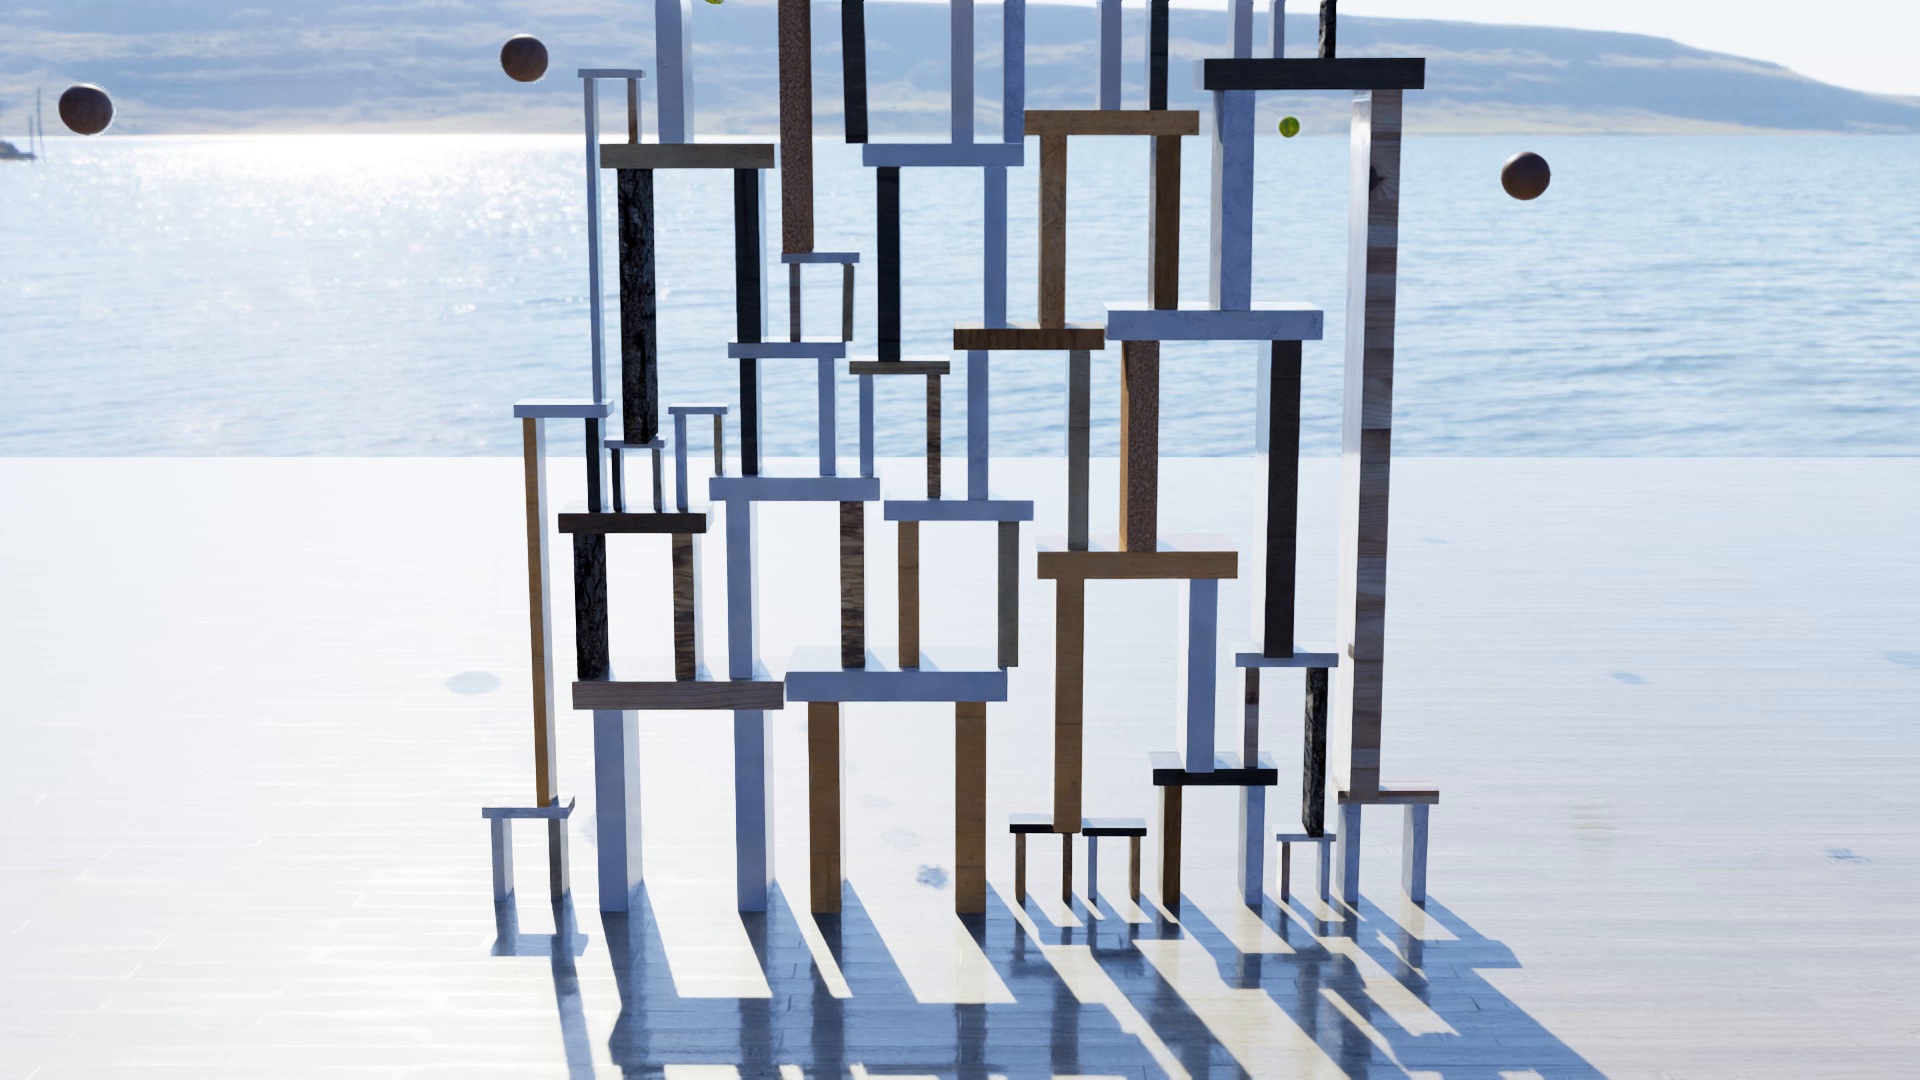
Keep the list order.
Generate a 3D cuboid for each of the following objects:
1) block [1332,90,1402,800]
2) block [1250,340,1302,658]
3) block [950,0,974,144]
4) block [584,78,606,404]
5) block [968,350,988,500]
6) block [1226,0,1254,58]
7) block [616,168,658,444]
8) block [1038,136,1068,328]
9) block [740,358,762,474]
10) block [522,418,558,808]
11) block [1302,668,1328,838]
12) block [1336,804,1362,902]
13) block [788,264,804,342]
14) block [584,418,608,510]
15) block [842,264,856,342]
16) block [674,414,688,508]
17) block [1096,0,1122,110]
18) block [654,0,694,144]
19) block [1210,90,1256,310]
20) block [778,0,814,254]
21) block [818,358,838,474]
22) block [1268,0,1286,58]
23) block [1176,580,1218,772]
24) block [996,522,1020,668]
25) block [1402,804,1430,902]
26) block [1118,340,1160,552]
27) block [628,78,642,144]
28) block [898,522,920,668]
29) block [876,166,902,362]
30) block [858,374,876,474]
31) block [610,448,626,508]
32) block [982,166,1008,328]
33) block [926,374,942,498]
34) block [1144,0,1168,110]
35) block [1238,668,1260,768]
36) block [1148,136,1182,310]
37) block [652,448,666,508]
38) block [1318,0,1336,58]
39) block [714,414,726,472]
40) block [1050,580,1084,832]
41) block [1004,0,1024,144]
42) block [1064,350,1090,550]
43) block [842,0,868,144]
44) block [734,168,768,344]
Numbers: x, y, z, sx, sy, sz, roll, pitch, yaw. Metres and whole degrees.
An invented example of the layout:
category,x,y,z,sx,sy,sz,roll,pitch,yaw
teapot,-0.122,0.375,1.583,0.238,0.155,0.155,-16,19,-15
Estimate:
category,x,y,z,sx,sy,sz,roll,pitch,yaw
block,0.650,-0.148,3.526,0.047,1.123,0.167,0,11,0
block,0.509,-0.076,3.549,0.047,0.507,0.167,0,11,0
block,0.002,-0.741,3.418,0.035,0.244,0.122,0,11,-1
block,-0.576,-0.471,3.475,0.014,0.506,0.050,0,11,0
block,0.028,-0.191,3.521,0.034,0.238,0.119,0,11,0
block,0.434,-0.843,3.401,0.028,0.195,0.098,0,11,0
block,-0.511,-0.374,3.490,0.038,0.427,0.135,0,11,0
block,0.145,-0.488,3.471,0.038,0.297,0.133,0,11,-1
block,-0.335,-0.203,3.526,0.026,0.185,0.093,0,11,0
block,-0.683,0.115,3.581,0.021,0.643,0.074,0,11,0
block,0.584,0.339,3.617,0.024,0.287,0.084,0,11,0
block,0.646,0.507,3.658,0.024,0.167,0.083,0,11,0
block,-0.259,-0.378,3.484,0.017,0.122,0.061,0,11,0
block,-0.584,-0.128,3.536,0.021,0.148,0.074,0,11,0
block,-0.176,-0.378,3.485,0.017,0.122,0.061,2,11,-1
block,-0.449,-0.130,3.539,0.013,0.151,0.047,0,11,0
block,0.231,-0.780,3.413,0.032,0.223,0.112,0,11,0
block,-0.443,-0.758,3.413,0.040,0.281,0.140,0,11,0
block,0.426,-0.535,3.453,0.047,0.335,0.167,0,11,0
block,-0.255,-0.676,3.426,0.040,0.448,0.140,0,11,0
block,-0.211,-0.203,3.527,0.026,0.185,0.093,0,11,0
block,0.491,-0.806,3.409,0.017,0.119,0.059,0,11,0
block,0.387,0.204,3.601,0.045,0.319,0.159,0,10,0
block,0.077,0.076,3.570,0.034,0.239,0.119,0,11,0
block,0.757,0.507,3.658,0.024,0.167,0.083,0,11,0
block,0.287,-0.161,3.534,0.047,0.335,0.167,0,10,0
block,-0.509,-0.671,3.437,0.014,0.099,0.050,0,11,0
block,-0.082,0.076,3.570,0.034,0.238,0.119,0,11,0
block,-0.111,-0.438,3.479,0.035,0.302,0.125,0,11,0
block,-0.148,-0.190,3.525,0.023,0.159,0.080,0,11,0
block,-0.551,-0.103,3.544,0.014,0.097,0.049,0,11,0
block,0.055,-0.464,3.475,0.035,0.249,0.125,0,11,-1
block,-0.042,-0.171,3.528,0.023,0.196,0.080,0,11,0
block,0.305,-0.805,3.410,0.028,0.273,0.098,0,11,0
block,0.473,0.280,3.608,0.024,0.167,0.084,0,11,0
block,0.322,-0.503,3.468,0.038,0.266,0.133,0,11,0
block,-0.486,-0.103,3.544,0.014,0.097,0.049,0,11,0
block,0.570,-0.806,3.409,0.017,0.119,0.059,0,11,0
block,-0.386,-0.158,3.533,0.013,0.094,0.047,0,11,0
block,0.175,0.254,3.609,0.045,0.419,0.159,0,10,0
block,0.084,-0.756,3.419,0.032,0.274,0.112,0,10,1
block,0.188,-0.152,3.529,0.034,0.318,0.119,0,10,0
block,-0.164,-0.740,3.416,0.035,0.244,0.122,-2,11,-2
block,-0.330,-0.452,3.478,0.038,0.269,0.135,0,11,0
